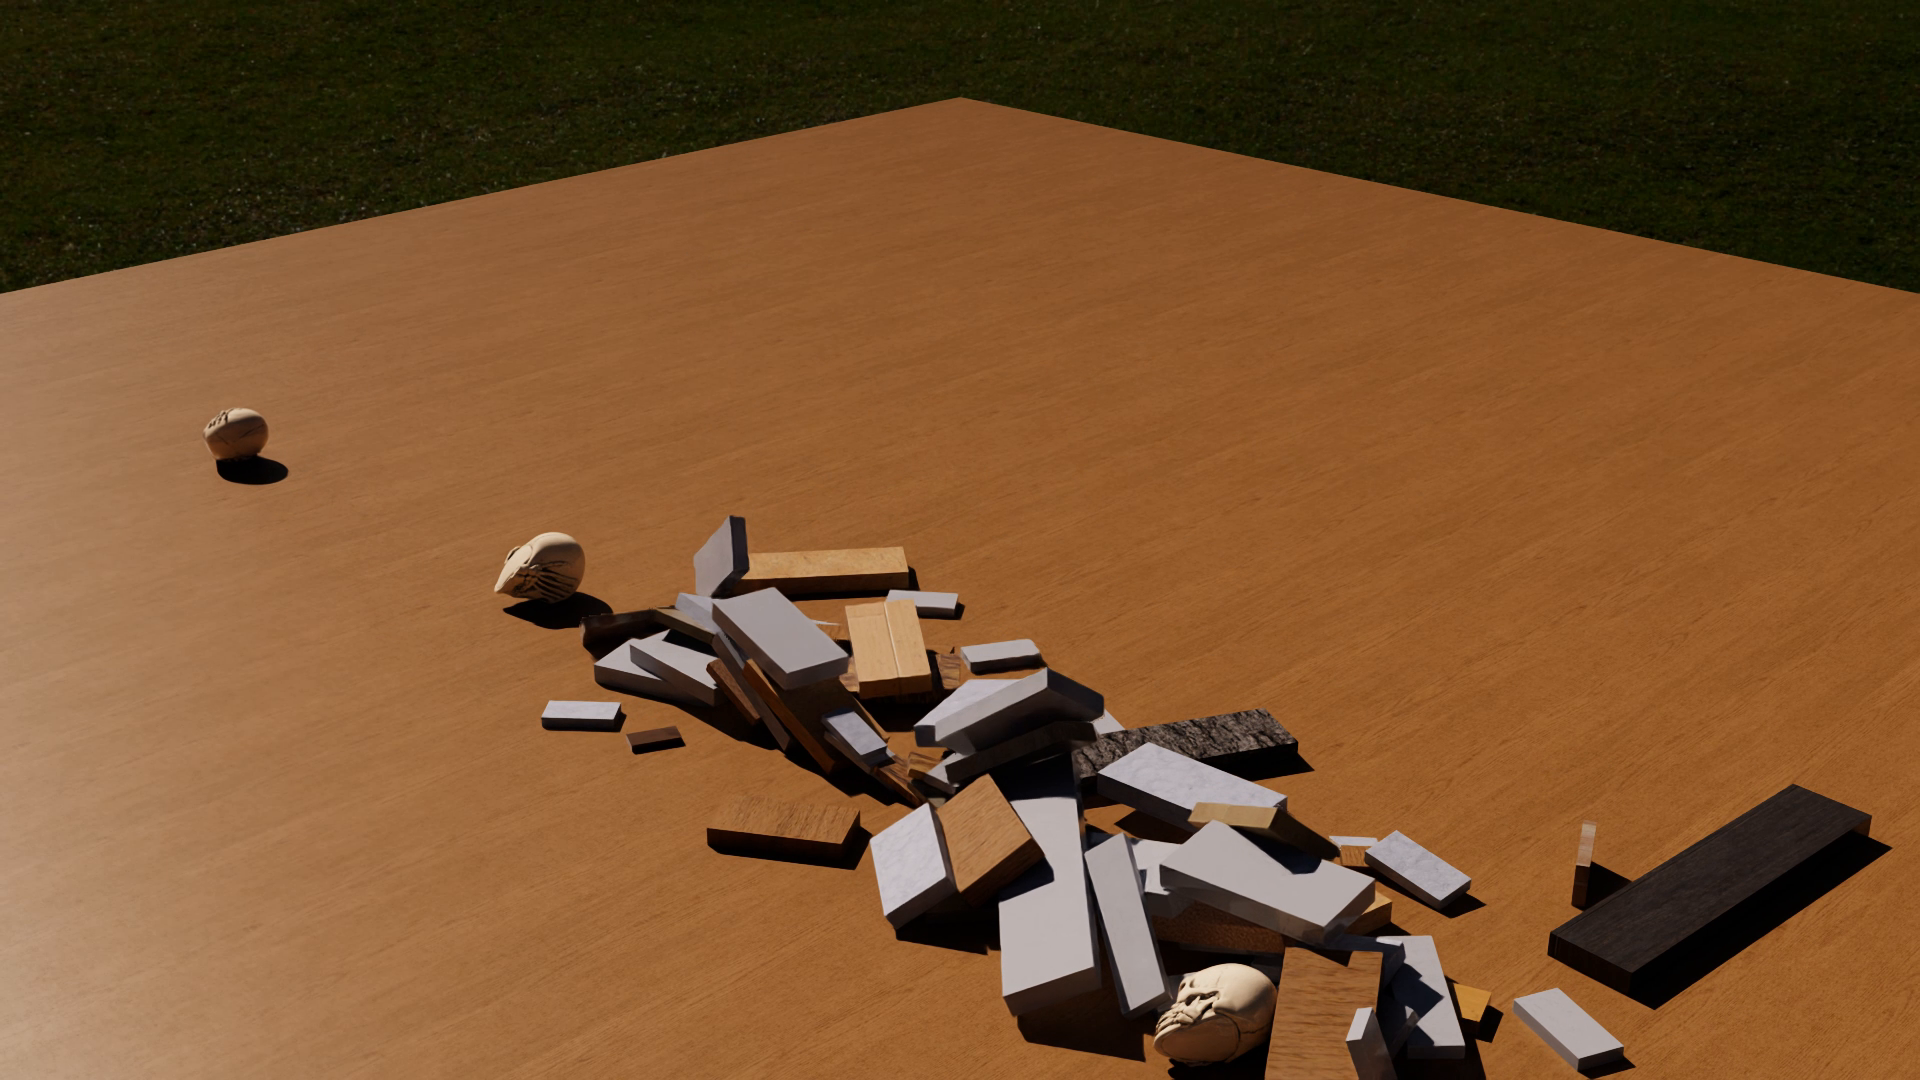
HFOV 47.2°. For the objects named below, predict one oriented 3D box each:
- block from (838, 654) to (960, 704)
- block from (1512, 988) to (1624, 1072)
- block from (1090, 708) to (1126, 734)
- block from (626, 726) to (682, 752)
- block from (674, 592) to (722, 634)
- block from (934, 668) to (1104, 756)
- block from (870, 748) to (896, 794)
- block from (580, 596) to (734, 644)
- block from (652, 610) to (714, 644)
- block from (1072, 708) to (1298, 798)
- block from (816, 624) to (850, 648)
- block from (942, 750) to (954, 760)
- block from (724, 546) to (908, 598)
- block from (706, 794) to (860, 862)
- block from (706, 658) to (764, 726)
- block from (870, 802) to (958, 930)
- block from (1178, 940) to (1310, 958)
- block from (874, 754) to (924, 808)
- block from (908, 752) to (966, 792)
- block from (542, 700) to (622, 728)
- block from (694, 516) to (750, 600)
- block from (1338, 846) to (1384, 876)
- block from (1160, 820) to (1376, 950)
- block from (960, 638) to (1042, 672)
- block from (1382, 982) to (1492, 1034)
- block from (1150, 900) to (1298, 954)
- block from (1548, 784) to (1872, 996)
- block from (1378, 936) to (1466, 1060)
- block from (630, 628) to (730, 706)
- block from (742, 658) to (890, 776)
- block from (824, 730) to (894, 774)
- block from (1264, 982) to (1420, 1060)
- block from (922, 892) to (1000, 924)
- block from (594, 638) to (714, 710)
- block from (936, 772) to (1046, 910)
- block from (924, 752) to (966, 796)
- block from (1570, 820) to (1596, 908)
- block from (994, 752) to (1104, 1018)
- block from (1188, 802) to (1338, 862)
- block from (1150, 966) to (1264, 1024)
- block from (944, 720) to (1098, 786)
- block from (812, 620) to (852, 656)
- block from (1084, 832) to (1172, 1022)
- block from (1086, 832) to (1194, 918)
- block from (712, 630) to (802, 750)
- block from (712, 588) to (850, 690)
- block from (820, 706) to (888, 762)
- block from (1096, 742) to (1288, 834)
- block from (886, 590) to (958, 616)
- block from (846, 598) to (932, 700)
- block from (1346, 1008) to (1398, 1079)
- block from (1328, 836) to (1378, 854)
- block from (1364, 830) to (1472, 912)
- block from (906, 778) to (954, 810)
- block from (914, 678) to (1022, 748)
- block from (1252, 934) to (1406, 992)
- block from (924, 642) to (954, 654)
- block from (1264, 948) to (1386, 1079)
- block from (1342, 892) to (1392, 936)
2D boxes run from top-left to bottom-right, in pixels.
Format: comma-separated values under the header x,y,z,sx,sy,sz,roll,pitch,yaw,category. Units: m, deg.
x,y,z,sx,sy,sz,roll,pitch,yaw,category
-0.135,0.313,4.934,0.269,0.038,0.135,-1,32,2,block
1.038,0.835,3.759,0.092,0.026,0.184,-9,25,-20,block
0.308,0.400,4.796,0.060,0.017,0.120,-9,25,-20,block
-0.658,0.428,4.733,0.110,0.016,0.055,-8,24,-19,block
-0.531,0.185,5.031,0.135,0.038,0.269,12,8,-35,block
0.116,0.358,4.405,0.160,0.319,0.045,28,49,-35,block
-0.161,0.467,4.580,0.140,0.020,0.070,36,41,29,block
-0.663,0.183,5.223,0.471,0.087,0.025,-8,65,-19,block
-0.606,0.198,5.005,0.174,0.025,0.087,20,7,29,block
0.406,0.453,4.632,0.594,0.047,0.165,-7,24,-17,block
-0.387,0.221,5.098,0.274,0.023,0.080,2,23,5,block
0.004,0.473,4.628,0.053,0.015,0.106,-7,24,-16,block
-0.393,0.081,5.512,0.517,0.045,0.160,-3,23,-6,block
-0.349,0.570,4.367,0.275,0.039,0.138,5,24,12,block
-0.467,0.322,4.790,0.087,0.025,0.174,-22,60,-40,block
-0.090,0.615,4.172,0.138,0.039,0.275,-34,23,6,block
0.526,0.701,3.972,0.241,0.034,0.121,-3,21,37,block
-0.104,0.496,4.520,0.140,0.020,0.070,35,38,30,block
-0.038,0.478,4.512,0.140,0.020,0.070,17,22,-9,block
-0.831,0.383,4.829,0.159,0.023,0.080,1,23,3,block
-0.573,0.056,5.267,0.038,0.135,0.269,3,-23,-25,block
0.816,0.623,4.264,0.154,0.022,0.077,1,23,4,block
0.542,0.606,3.894,0.340,0.048,0.170,16,33,37,block
0.094,0.267,5.101,0.170,0.024,0.085,-6,24,-15,block
0.820,0.802,3.836,0.192,0.027,0.096,10,25,23,block
0.477,0.667,3.982,0.340,0.048,0.170,-2,22,39,block
1.435,0.649,4.170,0.832,0.048,0.171,-19,29,-37,block
0.794,0.787,3.800,0.096,0.027,0.305,-1,26,1,block
-0.585,0.279,4.934,0.155,0.044,0.311,-20,30,-39,block
-0.310,0.354,4.703,0.156,0.044,0.312,-21,56,-40,block
-0.211,0.430,4.581,0.139,0.020,0.069,36,41,29,block
0.647,0.803,3.739,0.241,0.034,0.121,24,70,43,block
0.016,0.680,4.126,0.176,0.025,0.088,-4,23,-8,block
-0.657,0.301,4.994,0.311,0.044,0.155,11,25,24,block
0.040,0.570,4.200,0.166,0.047,0.332,-38,21,-1,block
0.029,0.454,4.566,0.069,0.020,0.335,23,22,19,block
1.191,0.616,4.196,0.025,0.088,0.176,8,24,17,block
0.156,0.622,4.089,0.166,0.047,0.714,-20,24,9,block
0.555,0.542,4.055,0.146,0.041,0.293,33,-16,-18,block
0.423,0.796,3.850,0.192,0.027,0.096,-5,24,-13,block
0.121,0.426,4.382,0.275,0.039,0.138,-25,-19,28,block
-0.379,0.237,5.146,0.310,0.044,0.155,9,25,21,block
0.296,0.684,3.922,0.088,0.025,0.374,-32,38,16,block
0.310,0.621,4.105,0.340,0.048,0.170,1,23,44,block
-0.393,0.309,4.788,0.156,0.044,0.312,-16,56,-37,block
-0.391,0.211,4.761,0.156,0.044,0.312,-14,36,-33,block
-0.221,0.403,4.580,0.069,0.020,0.139,-17,46,-37,block
0.460,0.508,4.383,0.341,0.048,0.171,19,29,37,block
-0.093,0.155,5.365,0.170,0.024,0.085,3,24,6,block
-0.164,0.243,4.969,0.160,0.045,0.320,-6,31,-6,block
0.667,0.853,3.520,0.026,0.184,0.092,-14,16,27,block
0.774,0.602,4.325,0.094,0.013,0.047,2,23,4,block
0.873,0.630,4.197,0.092,0.026,0.184,-26,41,-32,block
-0.053,0.519,4.470,0.054,0.015,0.108,-18,44,-39,block
0.041,0.369,4.732,0.166,0.047,0.332,-3,12,22,block
0.650,0.742,3.881,0.241,0.034,0.121,1,27,37,block
-0.076,0.285,5.059,0.085,0.024,0.170,6,24,13,block
0.602,0.818,3.630,0.165,0.047,0.329,0,39,18,block
0.637,0.656,4.156,0.165,0.047,0.329,-16,28,-32,block
